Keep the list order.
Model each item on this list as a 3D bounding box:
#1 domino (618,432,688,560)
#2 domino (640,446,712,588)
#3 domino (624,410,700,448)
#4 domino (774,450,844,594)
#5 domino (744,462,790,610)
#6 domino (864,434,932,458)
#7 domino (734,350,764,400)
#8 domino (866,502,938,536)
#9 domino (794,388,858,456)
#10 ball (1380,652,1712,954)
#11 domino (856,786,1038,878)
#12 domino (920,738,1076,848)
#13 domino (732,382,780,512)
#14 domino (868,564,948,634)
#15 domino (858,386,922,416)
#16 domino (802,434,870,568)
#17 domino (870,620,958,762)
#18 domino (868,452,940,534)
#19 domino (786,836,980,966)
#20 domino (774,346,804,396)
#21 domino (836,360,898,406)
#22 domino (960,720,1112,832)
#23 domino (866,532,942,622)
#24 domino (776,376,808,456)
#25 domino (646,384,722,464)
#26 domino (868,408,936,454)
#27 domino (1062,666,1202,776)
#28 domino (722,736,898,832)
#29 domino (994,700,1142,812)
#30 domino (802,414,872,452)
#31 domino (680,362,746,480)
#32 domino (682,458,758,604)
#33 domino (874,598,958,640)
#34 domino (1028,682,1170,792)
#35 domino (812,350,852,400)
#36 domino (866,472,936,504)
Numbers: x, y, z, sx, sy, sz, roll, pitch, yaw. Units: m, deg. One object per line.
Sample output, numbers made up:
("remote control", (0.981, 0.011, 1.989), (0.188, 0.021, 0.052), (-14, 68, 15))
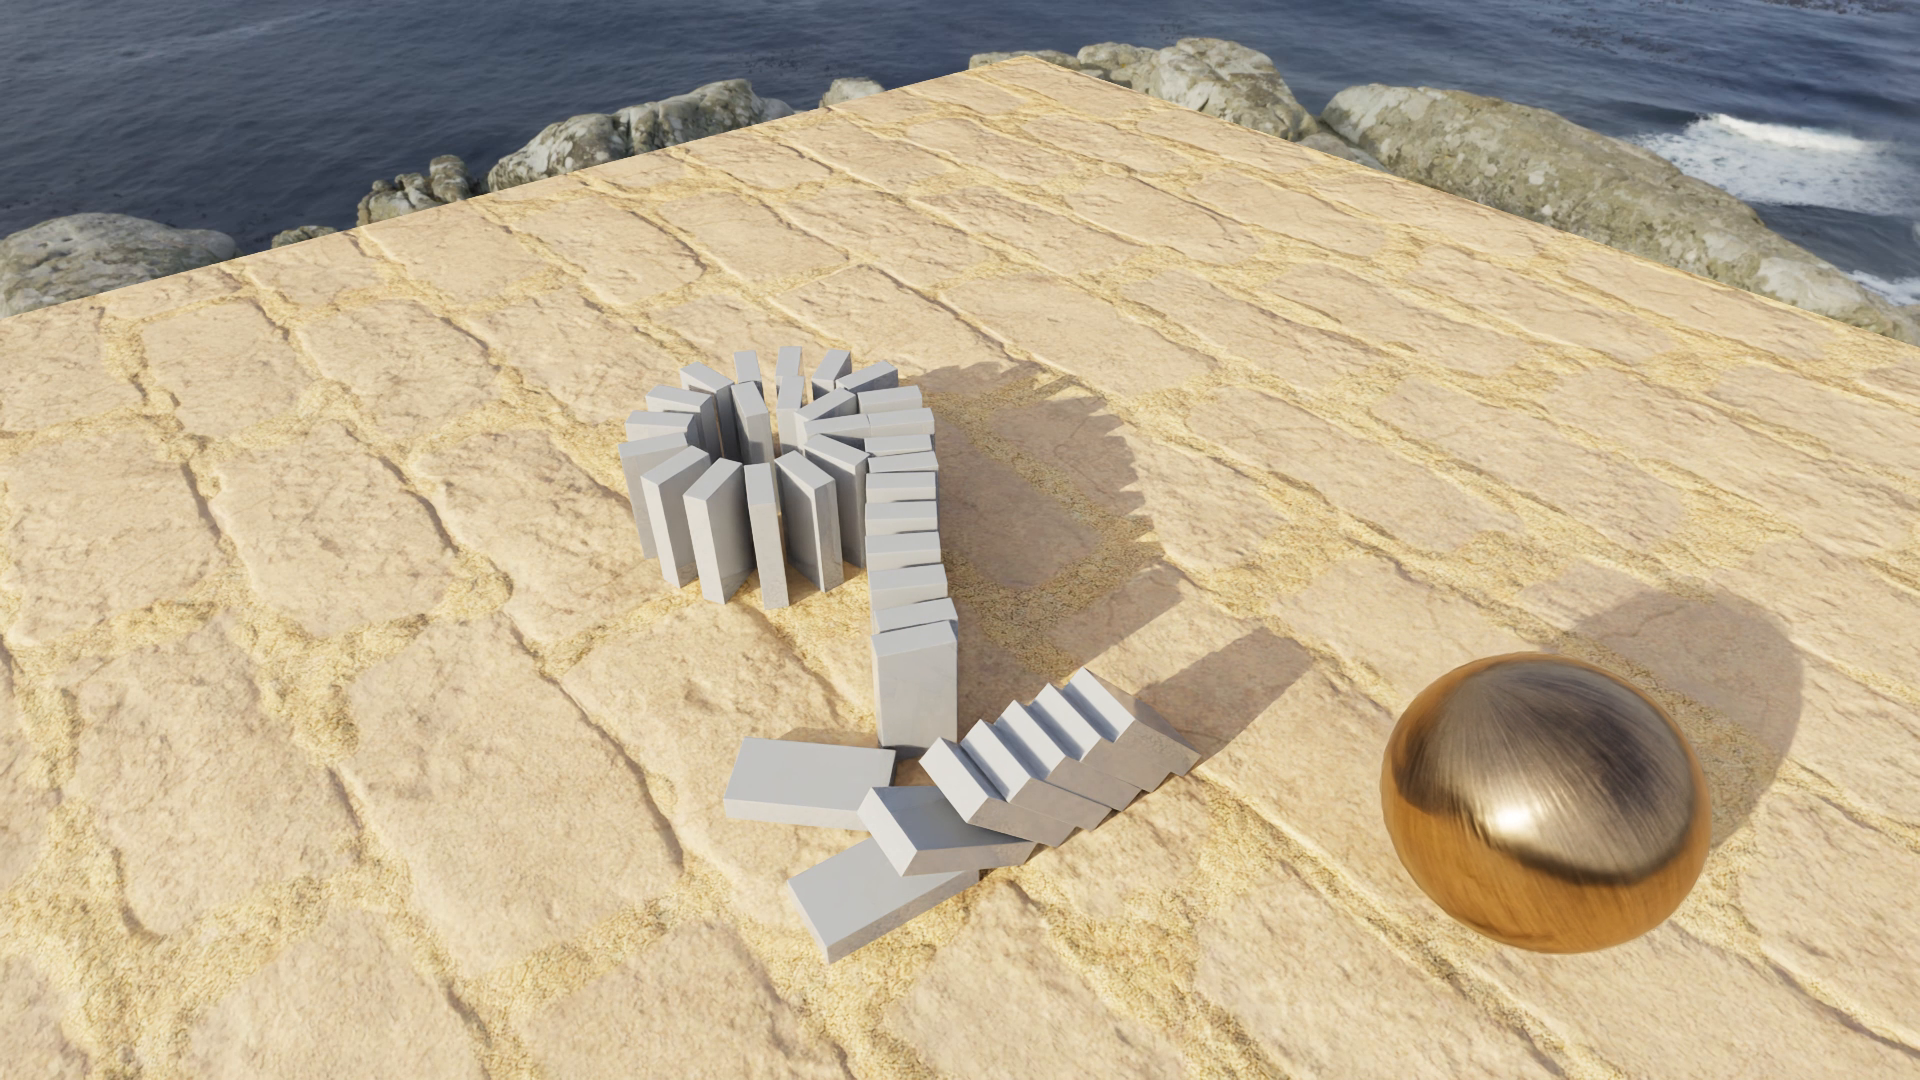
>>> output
("domino", (-0.116, -0.017, 0.432), (0.025, 0.050, 0.009), (-13, 41, -15))
("domino", (-0.105, -0.008, 0.422), (0.009, 0.050, 0.025), (26, 46, 28))
("domino", (-0.117, -0.028, 0.446), (0.025, 0.050, 0.009), (4, 40, 5))
("domino", (-0.057, -0.007, 0.420), (0.009, 0.050, 0.025), (-30, 48, -31))
("domino", (-0.072, -0.001, 0.413), (0.010, 0.050, 0.025), (-8, 40, -9))
("domino", (-0.023, -0.018, 0.433), (0.025, 0.050, 0.009), (-4, 40, -5))
("domino", (-0.089, -0.054, 0.477), (0.010, 0.050, 0.025), (-9, 40, -11))
("domino", (-0.021, 0.009, 0.401), (0.025, 0.050, 0.009), (-2, 39, -2))
("domino", (-0.054, -0.035, 0.454), (0.009, 0.050, 0.025), (29, 47, 30))
("ball", (0.158, 0.071, 0.301), (0.080, 0.080, 0.080), (0, 39, 0))
("domino", (-0.003, 0.084, 0.320), (0.050, 0.010, 0.025), (12, 25, -45))
("domino", (0.012, 0.075, 0.325), (0.009, 0.050, 0.025), (-51, 49, 6))
("domino", (-0.084, -0.038, 0.457), (0.010, 0.050, 0.025), (-14, 41, -17))
("domino", (-0.017, 0.031, 0.373), (0.025, 0.050, 0.009), (-6, 40, -7))
("domino", (-0.028, -0.039, 0.459), (0.025, 0.050, 0.010), (-9, 40, -10))
("domino", (-0.046, -0.015, 0.429), (0.025, 0.050, 0.009), (23, 45, 25))
("domino", (-0.014, 0.049, 0.351), (0.025, 0.050, 0.009), (-10, 40, -12))
("domino", (-0.021, -0.010, 0.423), (0.025, 0.050, 0.010), (-7, 40, -8))
("domino", (-0.022, 0.100, 0.322), (0.050, 0.010, 0.025), (-22, 44, -24))
("domino", (-0.072, -0.056, 0.480), (0.010, 0.050, 0.025), (-2, 39, -2))
("domino", (-0.039, -0.049, 0.472), (0.025, 0.050, 0.010), (-28, 47, -30))
("domino", (0.023, 0.071, 0.329), (0.010, 0.050, 0.025), (-50, 49, 6))
("domino", (-0.019, 0.020, 0.387), (0.025, 0.050, 0.009), (-4, 39, -4))
("domino", (-0.068, -0.040, 0.461), (0.009, 0.050, 0.025), (-1, 39, -1))
("domino", (-0.113, -0.039, 0.459), (0.025, 0.050, 0.010), (13, 41, 15))
("domino", (-0.023, -0.029, 0.447), (0.025, 0.050, 0.009), (-7, 40, -9))
("domino", (0.055, 0.058, 0.346), (0.009, 0.050, 0.025), (-50, 49, 6))
("domino", (-0.047, 0.077, 0.349), (0.050, 0.010, 0.025), (4, 40, 5))
("domino", (0.034, 0.066, 0.335), (0.010, 0.050, 0.025), (-50, 49, 6))
("domino", (-0.048, -0.026, 0.443), (0.025, 0.050, 0.010), (-9, 40, -11))
("domino", (-0.105, -0.049, 0.471), (0.025, 0.050, 0.009), (30, 48, 32))
("domino", (-0.090, -0.003, 0.415), (0.009, 0.050, 0.025), (14, 41, 17))
("domino", (-0.014, 0.042, 0.360), (0.025, 0.050, 0.009), (-9, 40, -11))
("domino", (0.044, 0.062, 0.341), (0.010, 0.050, 0.025), (-50, 50, 6))
("domino", (-0.054, -0.054, 0.478), (0.009, 0.050, 0.025), (8, 40, 9))
("domino", (-0.021, -0.002, 0.414), (0.025, 0.050, 0.009), (-2, 39, -2))
